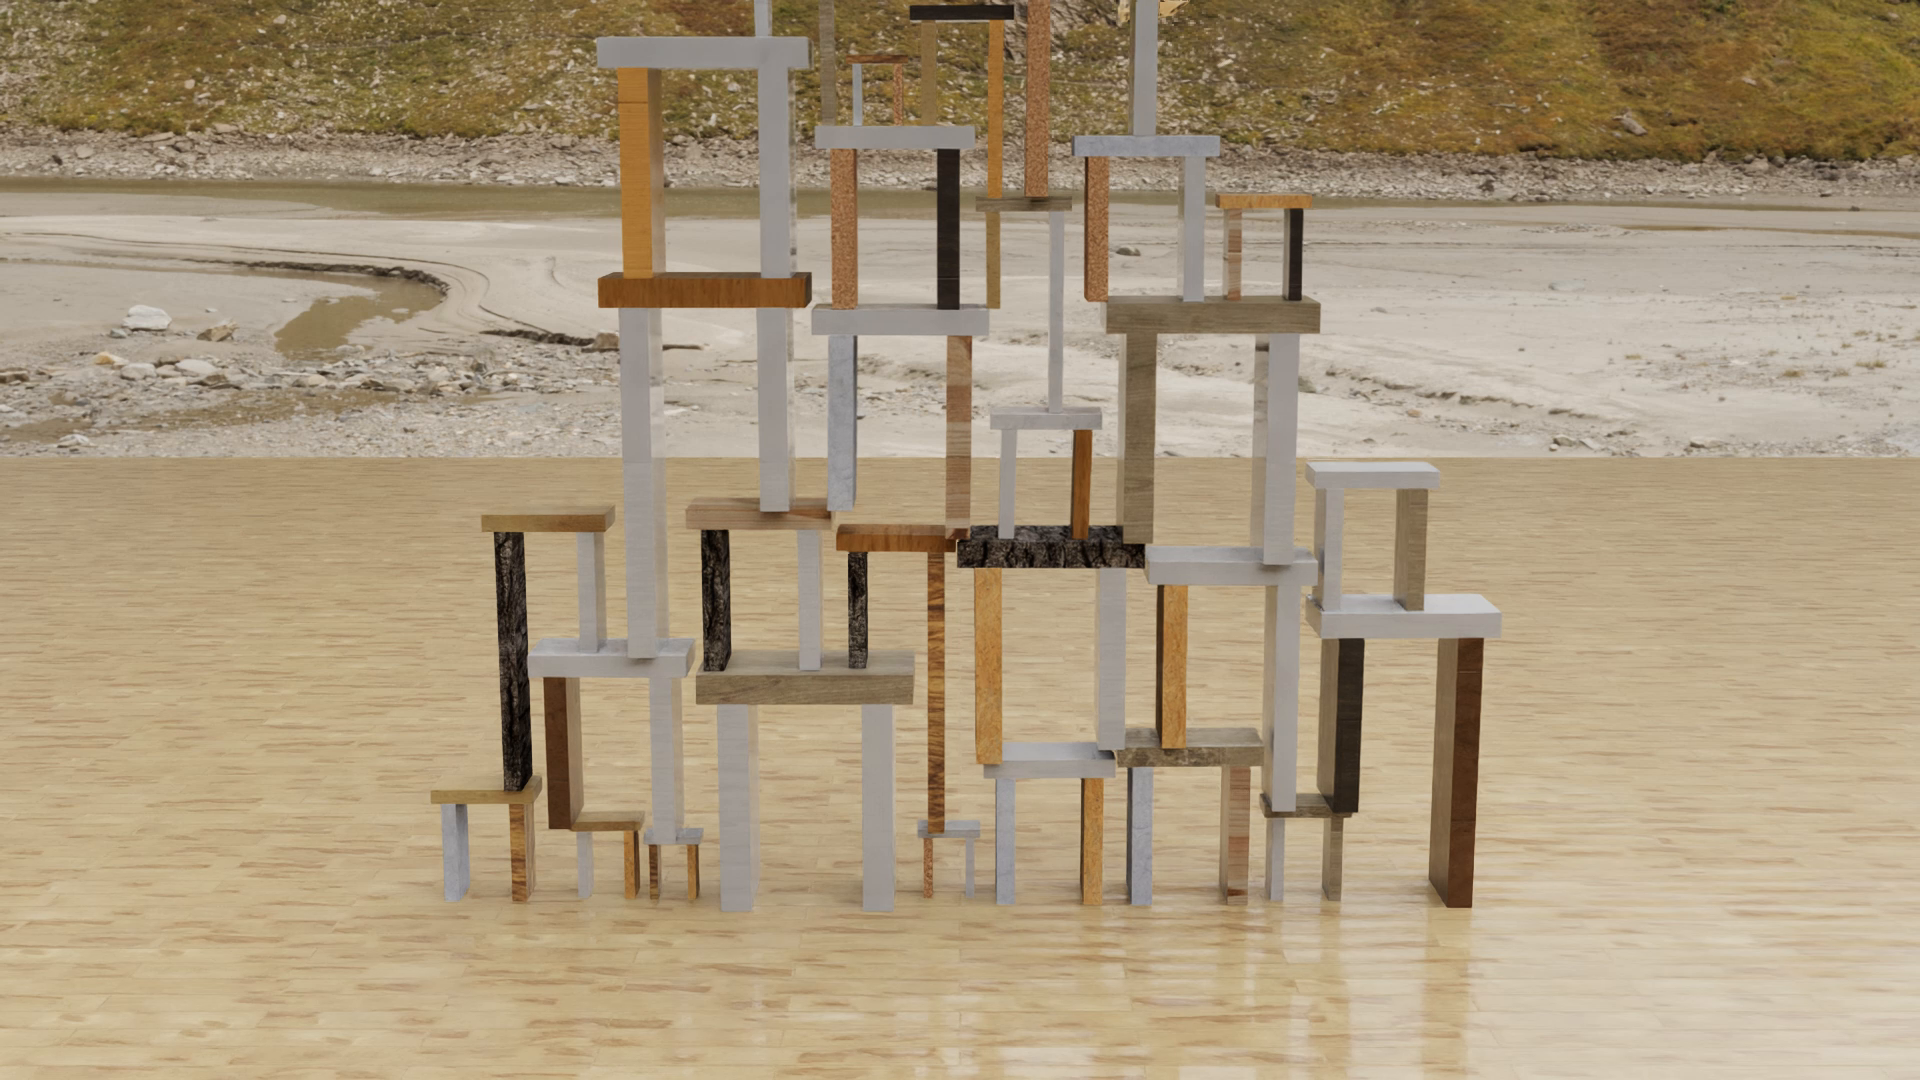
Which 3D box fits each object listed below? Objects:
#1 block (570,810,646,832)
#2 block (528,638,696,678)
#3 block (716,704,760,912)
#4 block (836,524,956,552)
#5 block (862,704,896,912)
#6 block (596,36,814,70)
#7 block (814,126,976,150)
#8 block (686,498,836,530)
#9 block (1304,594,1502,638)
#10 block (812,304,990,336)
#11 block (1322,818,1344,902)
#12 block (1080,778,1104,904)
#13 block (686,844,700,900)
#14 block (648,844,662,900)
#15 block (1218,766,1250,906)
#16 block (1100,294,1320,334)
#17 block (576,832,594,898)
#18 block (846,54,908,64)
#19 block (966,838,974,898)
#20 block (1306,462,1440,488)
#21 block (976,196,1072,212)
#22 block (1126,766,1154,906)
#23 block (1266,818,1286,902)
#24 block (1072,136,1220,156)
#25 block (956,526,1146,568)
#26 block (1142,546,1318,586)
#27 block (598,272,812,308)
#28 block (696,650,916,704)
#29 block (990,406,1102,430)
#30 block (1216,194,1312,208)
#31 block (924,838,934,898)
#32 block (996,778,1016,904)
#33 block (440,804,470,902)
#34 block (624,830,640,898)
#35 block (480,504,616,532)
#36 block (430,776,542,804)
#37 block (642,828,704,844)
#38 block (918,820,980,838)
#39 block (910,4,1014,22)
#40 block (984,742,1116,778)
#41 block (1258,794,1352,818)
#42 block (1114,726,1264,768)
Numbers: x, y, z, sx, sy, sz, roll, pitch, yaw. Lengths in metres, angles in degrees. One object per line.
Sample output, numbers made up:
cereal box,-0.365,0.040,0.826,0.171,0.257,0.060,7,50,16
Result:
block,-0.585,0.466,3.651,0.116,0.016,0.058,-1,11,0
block,-0.567,0.192,3.595,0.255,0.036,0.127,0,11,0
block,-0.365,0.419,3.638,0.049,0.347,0.174,0,11,0
block,-0.102,-0.003,3.563,0.192,0.027,0.096,1,11,0
block,-0.133,0.419,3.638,0.049,0.347,0.174,0,11,0
block,-0.392,-0.756,3.421,0.319,0.045,0.160,0,11,0
block,-0.100,-0.630,3.442,0.247,0.035,0.123,0,11,0
block,-0.320,-0.043,3.550,0.231,0.033,0.116,0,11,1
block,0.720,0.124,3.584,0.290,0.041,0.145,0,11,-1
block,-0.093,-0.350,3.489,0.277,0.039,0.139,0,11,0
block,0.619,0.520,3.656,0.020,0.143,0.072,0,11,0
block,0.218,0.484,3.650,0.030,0.215,0.108,0,11,0
block,-0.443,0.544,3.657,0.013,0.095,0.047,0,11,0
block,-0.506,0.544,3.657,0.013,0.095,0.047,0,11,0
block,0.456,0.474,3.650,0.033,0.236,0.118,0,11,0
block,0.393,-0.358,3.486,0.331,0.047,0.166,0,11,0
block,-0.624,0.532,3.663,0.016,0.116,0.058,0,11,0
block,-0.128,-0.747,3.420,0.094,0.013,0.047,0,11,0
block,0.017,0.538,3.663,0.015,0.104,0.052,0,11,0
block,0.662,-0.104,3.538,0.198,0.028,0.099,0,11,0
block,0.101,-0.528,3.452,0.150,0.021,0.075,0,11,2
block,0.298,0.473,3.650,0.033,0.236,0.118,0,11,0
block,0.524,0.520,3.656,0.020,0.143,0.072,0,11,0
block,0.289,-0.617,3.441,0.223,0.032,0.112,0,11,0
block,0.145,0.010,3.563,0.299,0.042,0.149,0,11,0
block,0.435,0.041,3.566,0.269,0.038,0.135,0,11,0
block,-0.400,-0.397,3.485,0.320,0.045,0.160,0,11,0
block,-0.249,0.224,3.602,0.347,0.049,0.174,0,11,0
block,0.138,-0.195,3.513,0.176,0.025,0.088,0,11,2
block,0.477,-0.533,3.456,0.143,0.020,0.072,0,11,0
block,-0.053,0.538,3.663,0.015,0.104,0.052,0,11,0
block,0.075,0.484,3.650,0.030,0.215,0.108,0,11,0
block,-0.839,0.507,3.657,0.024,0.167,0.084,0,11,0
block,-0.546,0.532,3.663,0.016,0.116,0.058,0,11,0
block,-0.665,-0.035,3.557,0.198,0.028,0.099,0,11,0
block,-0.783,0.413,3.640,0.167,0.024,0.084,0,11,0
block,-0.475,0.491,3.647,0.095,0.013,0.047,0,11,0
block,-0.018,0.480,3.652,0.104,0.015,0.052,0,11,0
block,0.004,-0.816,3.408,0.159,0.023,0.080,0,11,2
block,0.146,0.363,3.627,0.215,0.030,0.108,0,11,0
block,0.571,0.439,3.640,0.143,0.020,0.072,0,11,0
block,0.375,0.341,3.623,0.236,0.033,0.118,0,11,1
